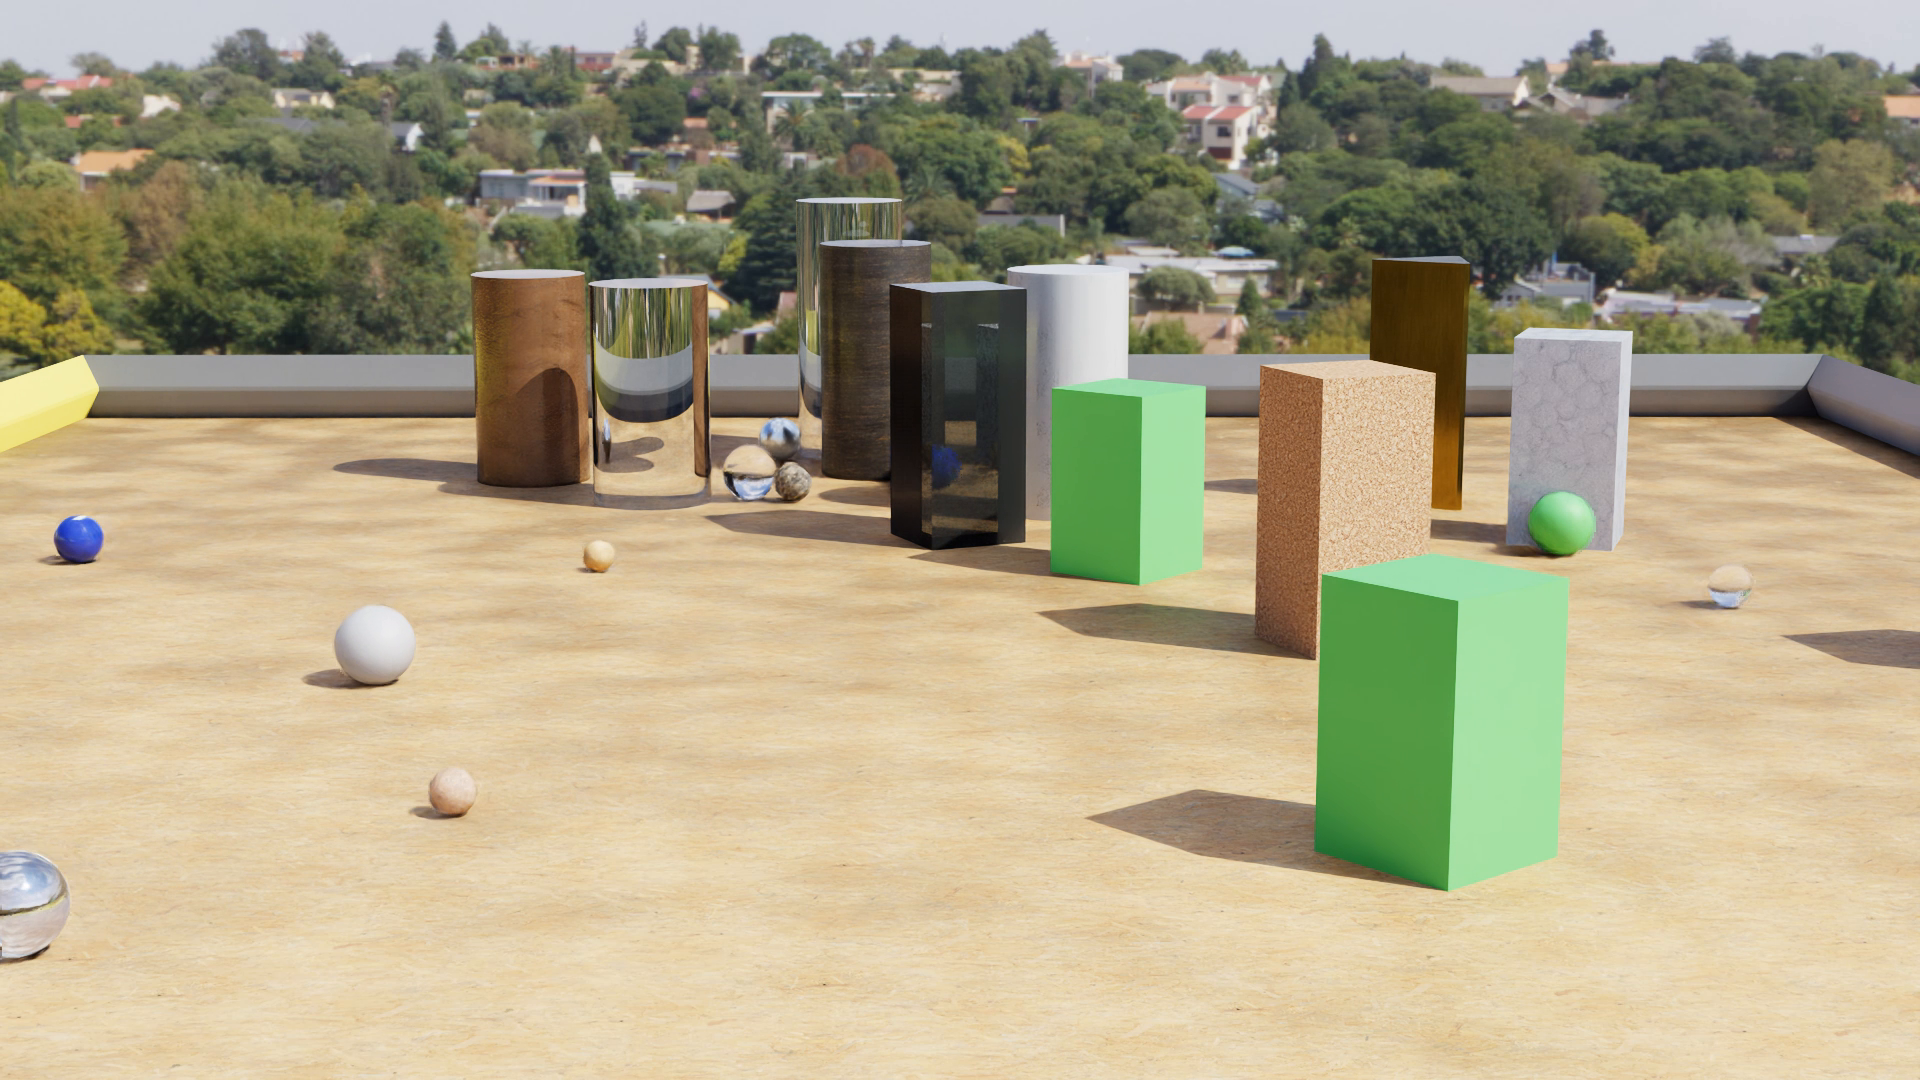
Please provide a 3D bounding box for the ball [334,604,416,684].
[{"bbox_3d":[-0.697,0.124,3.055,0.095,0.095,0.095,0,10,0],"label":"ball"}]

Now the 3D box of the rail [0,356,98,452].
[{"bbox_3d":[-1.799,0.035,3.439,0.045,0.129,3.927,0,10,0],"label":"rail"}]

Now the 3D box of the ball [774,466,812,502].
[{"bbox_3d":[-0.282,-0.096,4.335,0.062,0.062,0.062,0,10,0],"label":"ball"}]

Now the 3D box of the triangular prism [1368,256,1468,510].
[{"bbox_3d":[0.799,-0.269,4.323,0.172,0.408,0.149,7,13,34],"label":"triangular prism"}]

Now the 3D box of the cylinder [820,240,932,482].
[{"bbox_3d":[-0.151,-0.326,4.611,0.199,0.414,0.199,0,10,0],"label":"cylinder"}]

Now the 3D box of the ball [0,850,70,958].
[{"bbox_3d":[-0.782,0.301,2.121,0.088,0.088,0.088,0,10,0],"label":"ball"}]

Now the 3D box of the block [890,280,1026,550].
[{"bbox_3d":[-0.004,-0.196,3.970,0.159,0.392,0.159,-5,12,-24],"label":"block"}]

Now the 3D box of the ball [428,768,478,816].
[{"bbox_3d":[-0.499,0.247,2.522,0.047,0.047,0.047,0,10,0],"label":"ball"}]

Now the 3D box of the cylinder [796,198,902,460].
[{"bbox_3d":[-0.207,-0.400,4.840,0.199,0.477,0.199,0,10,0],"label":"cylinder"}]

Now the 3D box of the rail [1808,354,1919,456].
[{"bbox_3d":[1.799,0.031,3.459,0.045,0.129,3.927,0,10,0],"label":"rail"}]

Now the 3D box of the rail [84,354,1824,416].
[{"bbox_3d":[-0.011,-0.320,5.356,3.645,0.129,0.045,0,10,0],"label":"rail"}]

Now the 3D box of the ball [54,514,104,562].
[{"bbox_3d":[-1.306,-0.002,3.802,0.071,0.071,0.071,0,10,0],"label":"ball"}]

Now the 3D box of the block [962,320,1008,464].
[{"bbox_3d":[0.113,-0.283,4.831,0.159,0.249,0.159,-5,12,-27],"label":"block"}]

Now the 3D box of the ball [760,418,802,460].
[{"bbox_3d":[-0.335,-0.188,4.787,0.079,0.079,0.079,0,10,0],"label":"ball"}]

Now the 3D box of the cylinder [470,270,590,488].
[{"bbox_3d":[-0.760,-0.288,4.544,0.199,0.365,0.199,0,10,0],"label":"cylinder"}]

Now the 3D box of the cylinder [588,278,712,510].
[{"bbox_3d":[-0.520,-0.248,4.317,0.199,0.368,0.199,0,10,0],"label":"cylinder"}]

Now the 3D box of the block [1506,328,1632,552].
[{"bbox_3d":[0.942,-0.158,3.964,0.159,0.320,0.159,4,11,20],"label":"block"}]

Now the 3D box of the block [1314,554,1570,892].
[{"bbox_3d":[0.445,0.163,2.377,0.159,0.265,0.159,-9,14,-40],"label":"block"}]

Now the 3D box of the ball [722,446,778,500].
[{"bbox_3d":[-0.357,-0.114,4.351,0.093,0.093,0.093,0,10,0],"label":"ball"}]

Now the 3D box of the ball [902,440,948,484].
[{"bbox_3d":[-0.062,-0.137,4.512,0.079,0.079,0.079,0,10,0],"label":"ball"}]

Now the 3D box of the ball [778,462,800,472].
[{"bbox_3d":[-0.296,-0.116,4.494,0.044,0.044,0.044,0,10,0],"label":"ball"}]

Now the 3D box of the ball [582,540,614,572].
[{"bbox_3d":[-0.526,0.023,3.736,0.046,0.046,0.046,0,10,0],"label":"ball"}]

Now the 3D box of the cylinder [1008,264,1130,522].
[{"bbox_3d":[0.176,-0.244,4.209,0.199,0.400,0.199,0,10,0],"label":"cylinder"}]

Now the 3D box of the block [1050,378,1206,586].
[{"bbox_3d":[0.244,-0.088,3.725,0.159,0.269,0.159,8,13,38],"label":"block"}]

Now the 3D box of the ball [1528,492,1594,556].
[{"bbox_3d":[0.904,-0.025,3.859,0.096,0.096,0.096,0,10,0],"label":"ball"}]

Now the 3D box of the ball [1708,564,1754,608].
[{"bbox_3d":[1.048,0.062,3.490,0.059,0.059,0.059,0,10,0],"label":"ball"}]

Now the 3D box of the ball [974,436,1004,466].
[{"bbox_3d":[0.054,-0.165,4.730,0.056,0.056,0.056,0,10,0],"label":"ball"}]

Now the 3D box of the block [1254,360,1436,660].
[{"bbox_3d":[0.485,-0.042,3.249,0.159,0.351,0.159,-4,11,-22],"label":"block"}]
